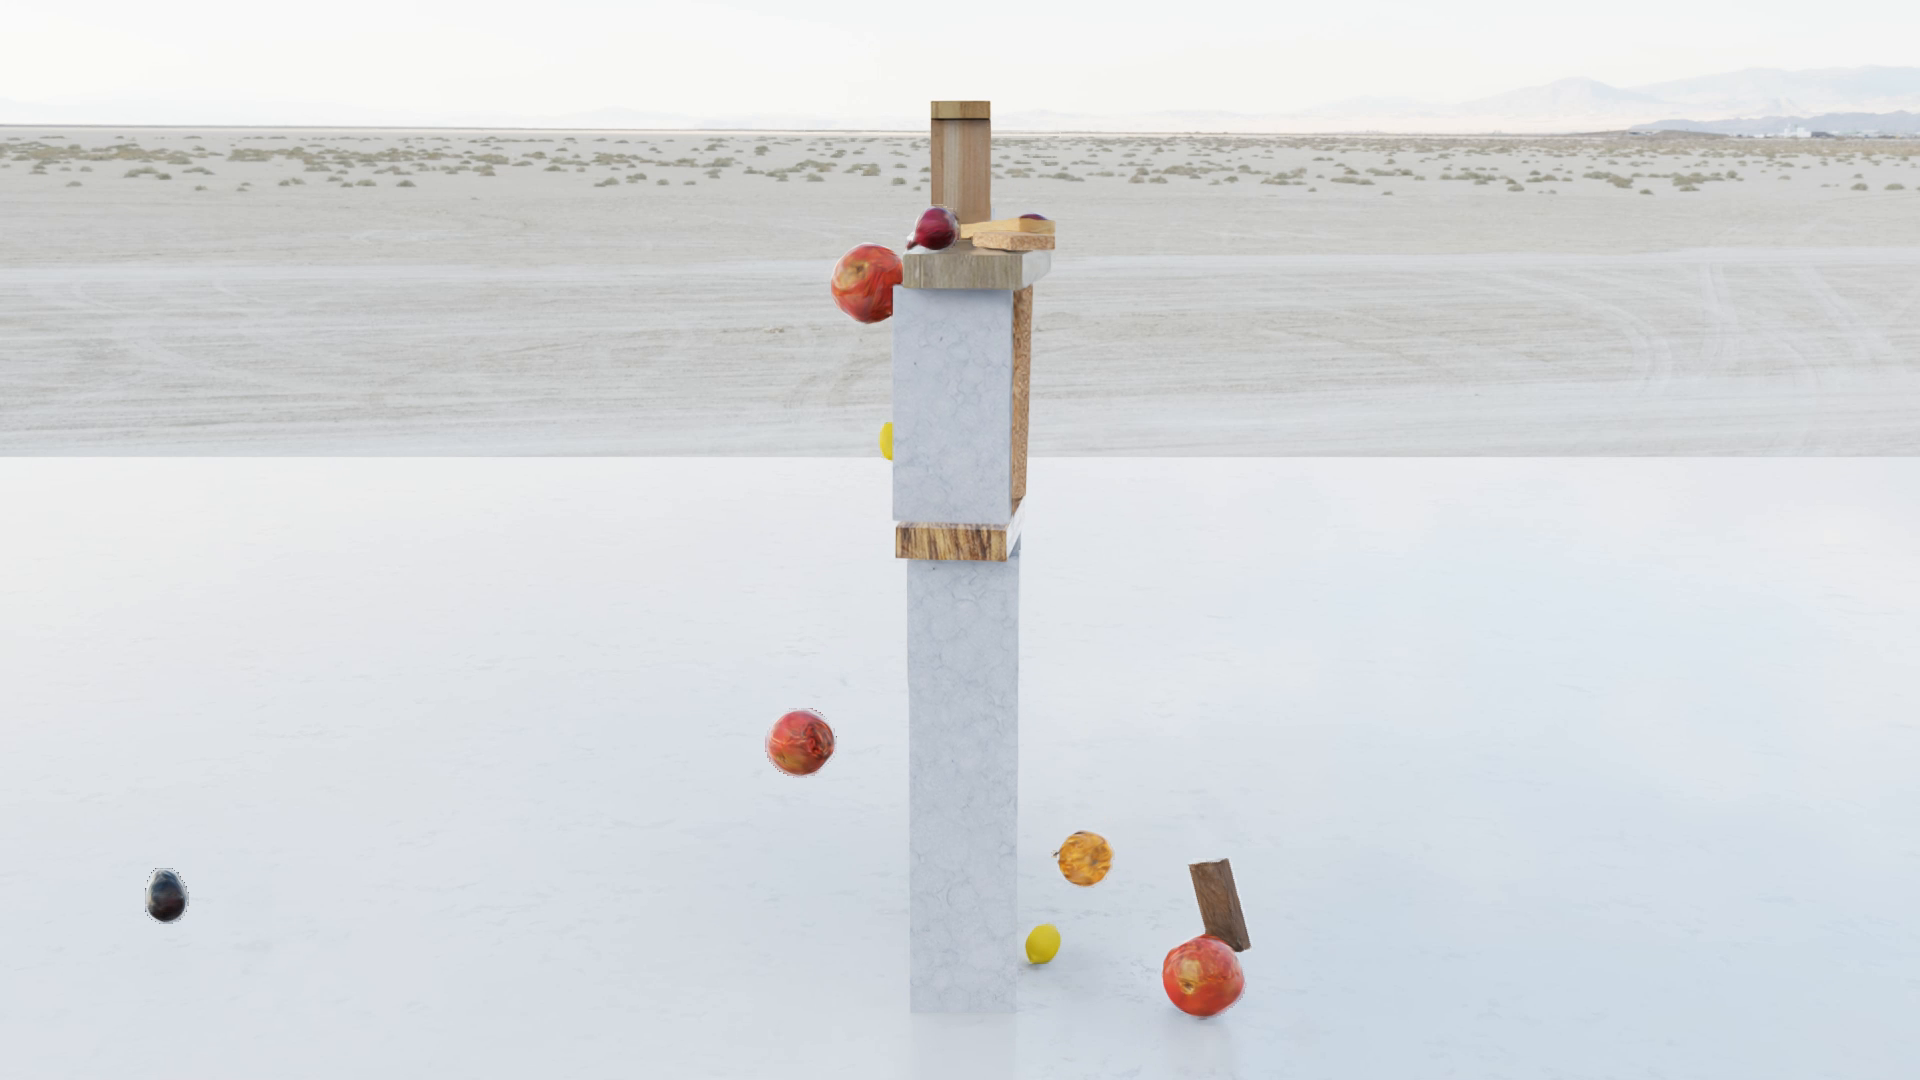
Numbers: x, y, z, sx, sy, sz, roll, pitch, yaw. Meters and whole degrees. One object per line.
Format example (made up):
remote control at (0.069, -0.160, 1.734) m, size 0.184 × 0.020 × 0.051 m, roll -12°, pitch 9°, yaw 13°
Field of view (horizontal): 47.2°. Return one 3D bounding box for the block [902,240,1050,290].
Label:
block at (0.029, -0.393, 3.125) m, size 0.163 × 0.046 × 0.327 m, roll 2°, pitch 11°, yaw 9°

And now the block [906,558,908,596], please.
block at (-0.006, 0.079, 3.662) m, size 0.163 × 0.327 × 0.046 m, roll 0°, pitch 10°, yaw 0°

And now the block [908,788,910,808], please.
block at (0.003, 0.496, 3.306) m, size 0.158 × 0.317 × 0.045 m, roll 0°, pitch 11°, yaw 0°

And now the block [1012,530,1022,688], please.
block at (0.012, 0.132, 3.310) m, size 0.154 × 0.308 × 0.044 m, roll 0°, pitch 11°, yaw -1°

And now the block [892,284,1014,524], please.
block at (-0.010, -0.190, 3.061) m, size 0.163 × 0.327 × 0.046 m, roll 1°, pitch 9°, yaw 5°

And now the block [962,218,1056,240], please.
block at (0.070, -0.455, 3.223) m, size 0.068 × 0.019 × 0.135 m, roll -1°, pitch 3°, yaw -38°

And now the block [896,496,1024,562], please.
block at (0.004, -0.022, 3.174) m, size 0.154 × 0.044 × 0.308 m, roll 2°, pitch 11°, yaw 6°

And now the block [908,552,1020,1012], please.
block at (0.005, 0.349, 3.132) m, size 0.154 × 0.669 × 0.044 m, roll 0°, pitch 11°, yaw 0°

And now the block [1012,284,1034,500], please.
block at (0.019, -0.232, 3.281) m, size 0.163 × 0.327 × 0.046 m, roll 5°, pitch 9°, yaw 21°

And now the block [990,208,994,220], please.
block at (0.010, -0.546, 3.697) m, size 0.071 × 0.020 × 0.141 m, roll 3°, pitch 11°, yaw 12°

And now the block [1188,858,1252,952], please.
block at (0.382, 0.538, 3.234) m, size 0.019 × 0.135 × 0.067 m, roll -13°, pitch -2°, yaw -39°

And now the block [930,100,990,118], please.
block at (0.001, -0.654, 3.346) m, size 0.090 × 0.025 × 0.179 m, roll 0°, pitch 10°, yaw 0°

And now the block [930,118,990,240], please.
block at (0.001, -0.544, 3.316) m, size 0.090 × 0.179 × 0.025 m, roll 0°, pitch 17°, yaw 0°

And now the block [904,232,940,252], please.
block at (0.000, -0.454, 3.460) m, size 0.163 × 0.046 × 0.327 m, roll 0°, pitch 10°, yaw 0°

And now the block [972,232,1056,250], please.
block at (0.075, -0.421, 3.090) m, size 0.068 × 0.019 × 0.135 m, roll -3°, pitch 11°, yaw -22°
